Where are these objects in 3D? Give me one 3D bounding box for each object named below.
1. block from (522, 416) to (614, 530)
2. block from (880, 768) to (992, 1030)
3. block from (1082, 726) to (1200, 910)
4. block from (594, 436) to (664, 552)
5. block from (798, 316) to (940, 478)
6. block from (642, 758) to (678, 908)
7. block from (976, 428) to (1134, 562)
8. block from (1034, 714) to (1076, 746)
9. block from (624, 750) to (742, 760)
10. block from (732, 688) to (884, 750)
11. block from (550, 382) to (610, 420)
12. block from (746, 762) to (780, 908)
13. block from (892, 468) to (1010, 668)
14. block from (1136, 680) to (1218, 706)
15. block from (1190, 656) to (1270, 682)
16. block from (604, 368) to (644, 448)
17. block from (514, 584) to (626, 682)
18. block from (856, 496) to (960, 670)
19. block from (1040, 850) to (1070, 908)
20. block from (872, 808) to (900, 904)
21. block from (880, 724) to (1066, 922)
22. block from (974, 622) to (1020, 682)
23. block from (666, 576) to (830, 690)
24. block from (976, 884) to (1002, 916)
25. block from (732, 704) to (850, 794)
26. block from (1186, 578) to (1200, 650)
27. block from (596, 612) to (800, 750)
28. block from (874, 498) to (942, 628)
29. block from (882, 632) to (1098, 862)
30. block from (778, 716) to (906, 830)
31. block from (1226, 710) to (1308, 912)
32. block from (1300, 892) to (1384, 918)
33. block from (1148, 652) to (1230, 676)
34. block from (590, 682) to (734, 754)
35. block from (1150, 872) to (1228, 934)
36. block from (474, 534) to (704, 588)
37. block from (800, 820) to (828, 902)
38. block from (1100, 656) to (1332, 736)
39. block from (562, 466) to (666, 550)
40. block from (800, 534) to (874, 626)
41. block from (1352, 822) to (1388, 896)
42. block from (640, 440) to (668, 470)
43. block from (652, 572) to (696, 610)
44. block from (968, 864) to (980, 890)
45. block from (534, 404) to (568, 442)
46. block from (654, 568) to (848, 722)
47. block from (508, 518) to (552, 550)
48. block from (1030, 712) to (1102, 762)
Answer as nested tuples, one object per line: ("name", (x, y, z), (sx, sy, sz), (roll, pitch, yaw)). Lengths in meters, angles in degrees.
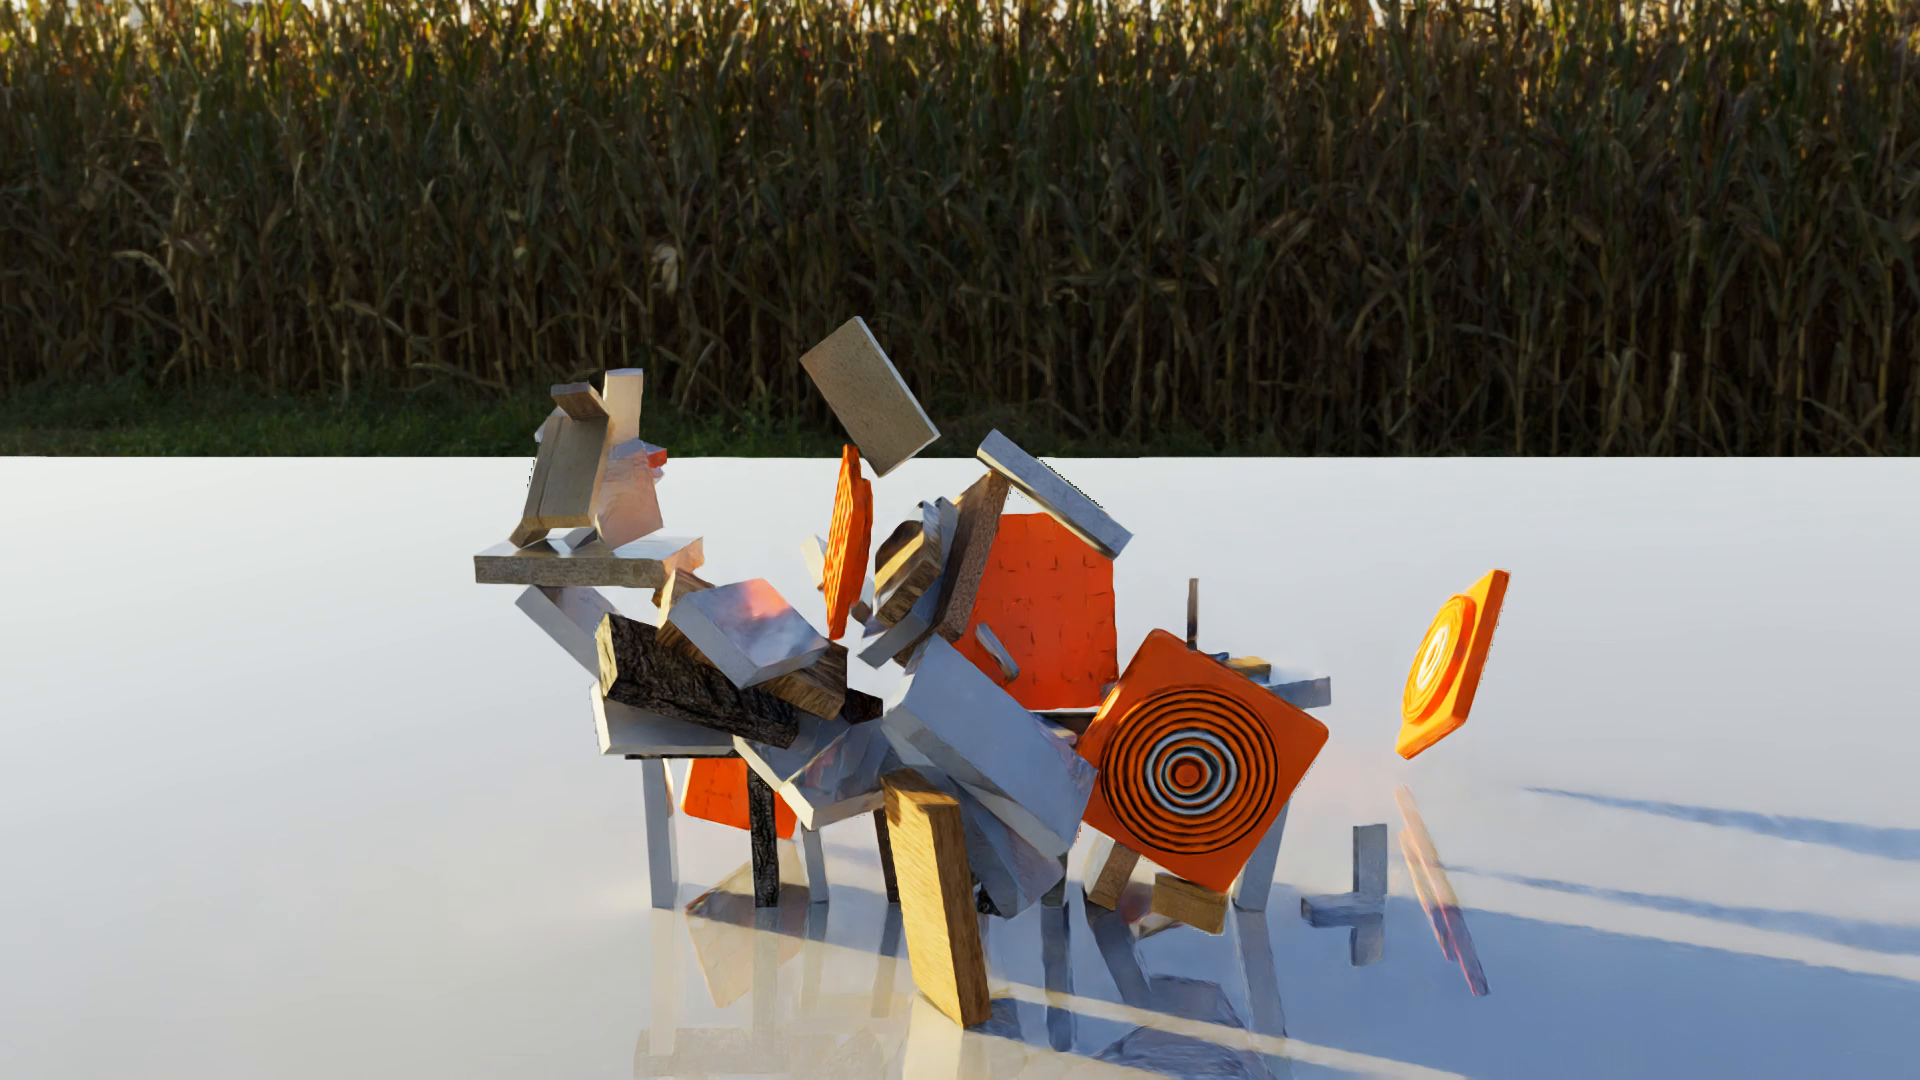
("block", (-0.583, -0.104, 3.285), (0.099, 0.028, 0.198), (-2, 51, 9))
("block", (-0.034, 0.511, 3.146), (0.047, 0.336, 0.167), (-16, 19, -22))
("block", (0.297, 0.432, 3.639), (0.047, 0.331, 0.166), (24, 10, -5))
("block", (-0.522, -0.069, 3.400), (0.099, 0.198, 0.028), (-24, 56, -15))
("block", (-0.149, -0.235, 3.613), (0.119, 0.239, 0.034), (-36, -6, 14))
("block", (-0.495, 0.464, 3.638), (0.036, 0.254, 0.127), (-3, 13, -3))
("block", (0.148, -0.069, 3.476), (0.275, 0.039, 0.137), (38, -5, 3))
("block", (0.131, 0.306, 3.493), (0.056, 0.016, 0.113), (-14, 19, -28))
("block", (-0.417, 0.321, 3.609), (0.254, 0.036, 0.127), (-1, 13, -3))
("block", (-0.276, 0.278, 3.474), (0.355, 0.145, 0.041), (22, -33, -35))
("block", (-0.565, -0.207, 3.273), (0.056, 0.016, 0.112), (-6, -16, 5))
("block", (-0.326, 0.465, 3.643), (0.036, 0.254, 0.127), (-3, 11, -3))
("block", (-0.011, 0.046, 3.438), (0.137, 0.039, 0.332), (-38, 25, 43))
("block", (0.343, 0.241, 3.474), (0.122, 0.017, 0.061), (1, 15, 15))
("block", (0.442, 0.212, 3.600), (0.119, 0.017, 0.059), (-7, 11, -16))
("block", (-0.525, -0.204, 3.411), (0.056, 0.141, 0.016), (-6, 43, -20))
("block", (-0.565, 0.178, 3.588), (0.326, 0.046, 0.163), (43, 15, -3))
("block", (-0.079, 0.065, 3.443), (0.039, 0.137, 0.274), (36, 38, -19))
("block", (0.166, 0.457, 3.609), (0.036, 0.257, 0.129), (6, 25, 5))
("block", (-0.120, 0.490, 3.653), (0.028, 0.201, 0.100), (-9, 11, 0))
("block", (0.022, 0.387, 3.246), (0.047, 0.333, 0.167), (-35, -5, 22))
("block", (0.056, 0.168, 3.316), (0.013, 0.092, 0.046), (-34, -14, -14))
("block", (-0.293, 0.128, 3.091), (0.144, 0.041, 0.288), (44, 14, 9))
("block", (0.070, 0.481, 3.400), (0.056, 0.197, 0.016), (13, -13, -20))
("block", (-0.317, 0.223, 3.286), (0.145, 0.291, 0.041), (-39, -10, -33))
("block", (0.328, 0.104, 3.092), (0.013, 0.092, 0.046), (1, -19, 10))
("block", (-0.375, 0.202, 3.147), (0.288, 0.041, 0.144), (19, 29, -27))
("block", (-0.081, 0.034, 3.365), (0.034, 0.119, 0.239), (37, 17, -16))
("block", (0.048, 0.302, 3.221), (0.047, 0.333, 0.166), (-39, 16, 38))
("block", (-0.142, 0.348, 3.392), (0.291, 0.041, 0.145), (-14, 41, -33))
("block", (0.506, 0.426, 3.635), (0.047, 0.331, 0.166), (11, 10, -2))
("block", (0.624, 0.596, 3.591), (0.119, 0.017, 0.059), (-2, 11, -13))
("block", (0.380, 0.209, 3.651), (0.122, 0.017, 0.061), (-5, -16, -23))
("block", (-0.424, 0.255, 3.145), (0.198, 0.099, 0.028), (4, -30, -35))
("block", (0.353, 0.560, 3.397), (0.122, 0.061, 0.017), (15, 12, 35))
("block", (-0.595, 0.032, 3.537), (0.326, 0.046, 0.163), (1, 13, 15))
("block", (-0.245, 0.489, 3.657), (0.028, 0.201, 0.100), (-7, 11, -2))
("block", (0.415, 0.251, 3.573), (0.331, 0.047, 0.166), (-7, 11, -17))
("block", (-0.551, -0.053, 3.501), (0.173, 0.024, 0.086), (-41, -3, 24))
("block", (-0.161, 0.112, 3.883), (0.305, 0.034, 0.119), (41, 16, -40))
("block", (0.681, 0.531, 3.649), (0.059, 0.119, 0.017), (-1, 2, -28))
("block", (-0.555, -0.142, 3.476), (0.173, 0.024, 0.086), (18, 25, 32))
("block", (-0.348, 0.204, 3.584), (0.046, 0.386, 0.163), (-41, 12, 6))
("block", (0.011, 0.459, 3.621), (0.036, 0.257, 0.129), (11, 22, 19))
("block", (-0.616, -0.186, 3.461), (0.056, 0.016, 0.112), (18, 45, 12))
("block", (-0.302, 0.153, 3.222), (0.288, 0.041, 0.144), (26, 26, -15))
("block", (-0.652, -0.065, 3.531), (0.024, 0.173, 0.086), (42, 23, 5))
("block", (0.091, 0.319, 3.551), (0.257, 0.036, 0.129), (0, 18, 12))
